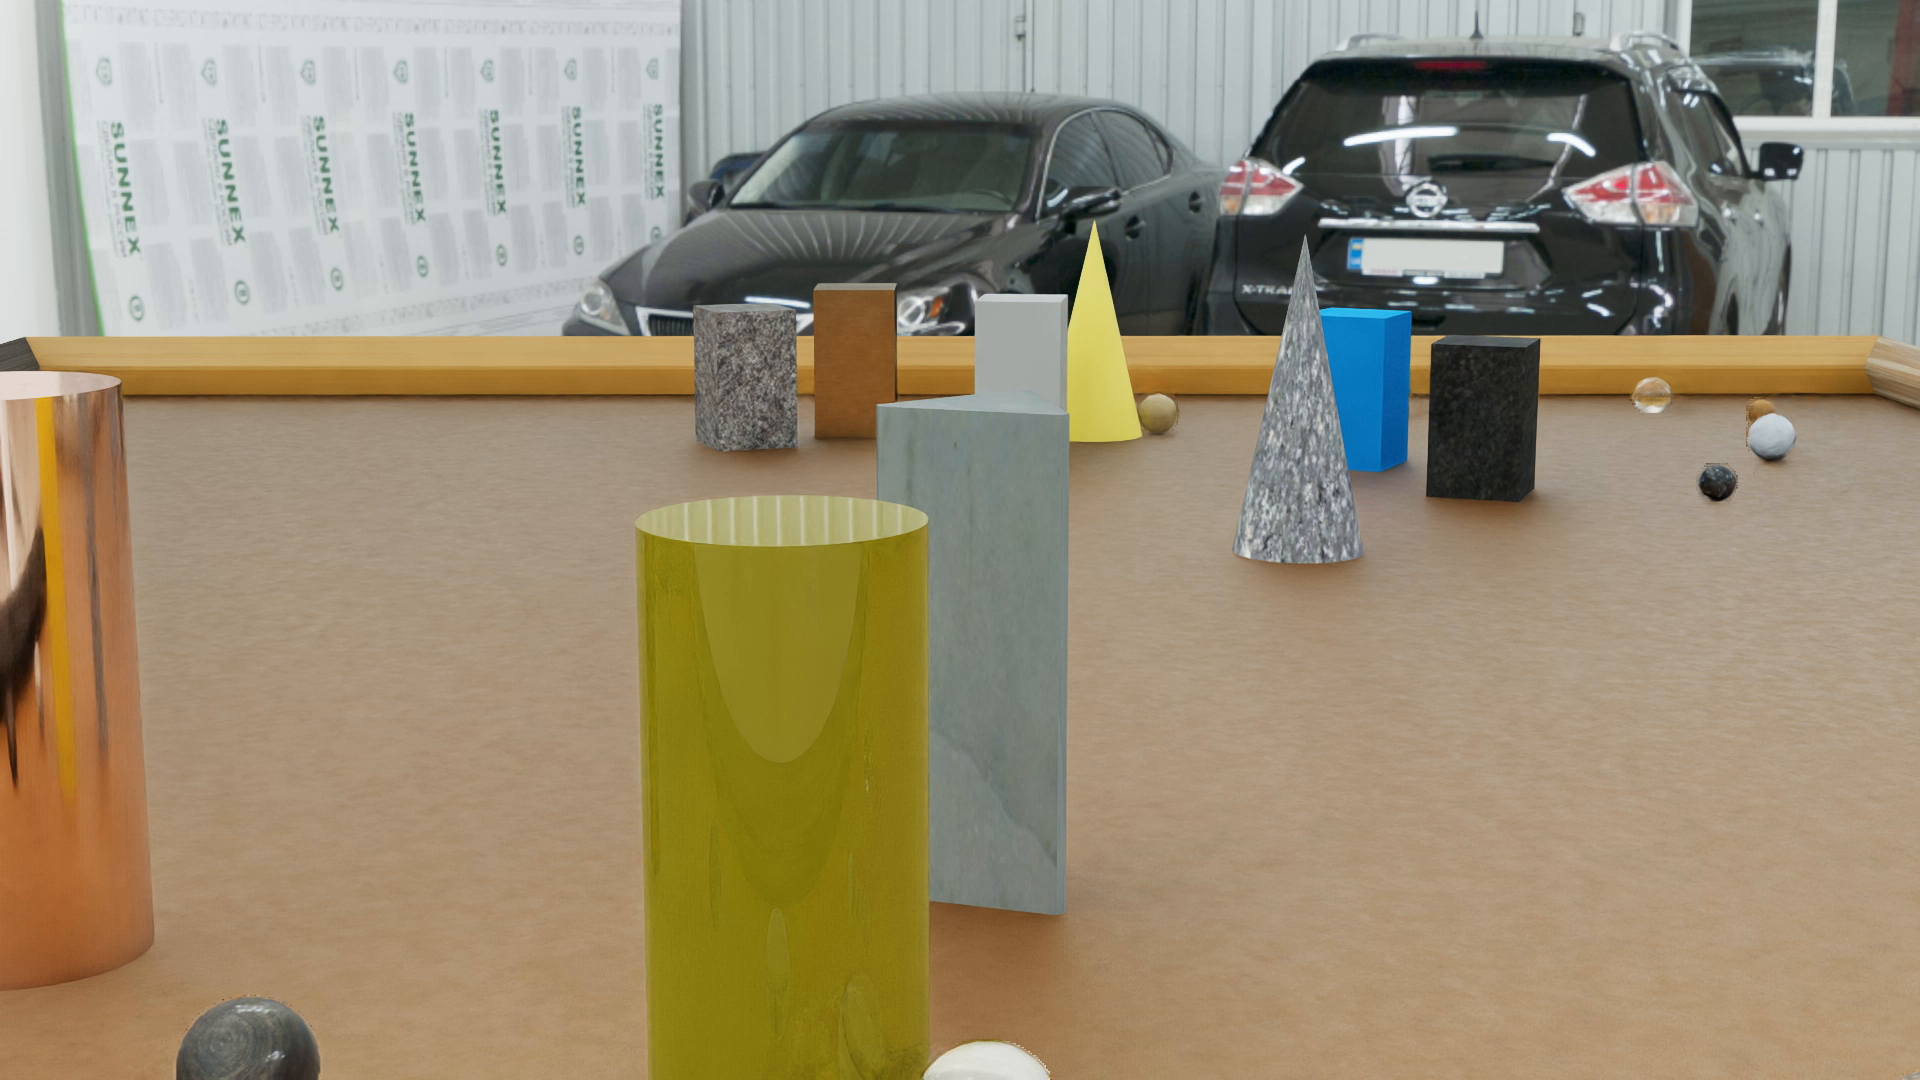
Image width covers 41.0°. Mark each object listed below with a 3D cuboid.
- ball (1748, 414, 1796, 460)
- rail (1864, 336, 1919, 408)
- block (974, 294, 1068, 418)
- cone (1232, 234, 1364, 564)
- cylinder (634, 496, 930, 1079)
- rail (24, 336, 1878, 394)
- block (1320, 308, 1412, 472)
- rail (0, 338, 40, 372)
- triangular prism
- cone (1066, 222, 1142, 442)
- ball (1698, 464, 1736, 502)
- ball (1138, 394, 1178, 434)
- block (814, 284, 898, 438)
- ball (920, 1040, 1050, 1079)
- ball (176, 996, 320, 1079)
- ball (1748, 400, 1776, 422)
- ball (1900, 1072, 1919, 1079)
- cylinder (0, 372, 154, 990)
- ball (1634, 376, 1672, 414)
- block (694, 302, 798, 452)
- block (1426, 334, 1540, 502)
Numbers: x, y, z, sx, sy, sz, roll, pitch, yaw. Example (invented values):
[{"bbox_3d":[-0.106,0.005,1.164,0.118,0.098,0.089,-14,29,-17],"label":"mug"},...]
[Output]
[{"bbox_3d":[1.517,-0.193,4.793,0.085,0.085,0.085,0,10,0],"label":"ball"},{"bbox_3d":[2.049,0.031,3.460,0.045,0.129,4.670,0,10,0],"label":"rail"},{"bbox_3d":[0.116,-0.306,4.825,0.158,0.297,0.158,1,11,7],"label":"block"},{"bbox_3d":[0.513,-0.220,3.853,0.198,0.481,0.198,0,10,0],"label":"cone"},{"bbox_3d":[-0.120,0.195,1.767,0.198,0.425,0.198,0,10,0],"label":"cylinder"},{"bbox_3d":[-0.013,-0.388,5.722,4.146,0.129,0.045,0,10,0],"label":"rail"},{"bbox_3d":[0.728,-0.280,4.732,0.158,0.279,0.158,5,12,27],"label":"block"},{"bbox_3d":[-2.049,0.035,3.437,0.045,0.129,4.670,0,10,0],"label":"rail"},{"bbox_3d":[0.034,0.092,2.286,0.171,0.438,0.148,4,11,20],"label":"triangular prism"},{"bbox_3d":[0.265,-0.421,5.083,0.198,0.428,0.198,0,10,0],"label":"cone"},{"bbox_3d":[1.281,-0.097,4.340,0.062,0.062,0.062,0,10,0],"label":"ball"},{"bbox_3d":[0.395,-0.252,5.129,0.079,0.079,0.079,0,10,0],"label":"ball"},{"bbox_3d":[-0.207,-0.359,5.119,0.158,0.293,0.158,0,10,1],"label":"block"},{"bbox_3d":[0.017,0.377,1.675,0.099,0.099,0.099,0,10,0],"label":"ball"},{"bbox_3d":[-0.489,0.363,1.764,0.096,0.096,0.096,0,10,0],"label":"ball"},{"bbox_3d":[1.640,-0.261,5.249,0.054,0.054,0.054,0,10,0],"label":"ball"},{"bbox_3d":[0.639,0.387,1.678,0.079,0.079,0.079,0,10,0],"label":"ball"},{"bbox_3d":[-0.776,0.109,2.099,0.198,0.473,0.198,0,10,0],"label":"cylinder"},{"bbox_3d":[1.463,-0.306,5.420,0.079,0.079,0.079,0,10,0],"label":"ball"},{"bbox_3d":[-0.417,-0.318,4.976,0.158,0.265,0.158,-4,11,-22],"label":"block"},{"bbox_3d":[0.899,-0.211,4.407,0.158,0.262,0.158,4,11,21],"label":"block"}]
